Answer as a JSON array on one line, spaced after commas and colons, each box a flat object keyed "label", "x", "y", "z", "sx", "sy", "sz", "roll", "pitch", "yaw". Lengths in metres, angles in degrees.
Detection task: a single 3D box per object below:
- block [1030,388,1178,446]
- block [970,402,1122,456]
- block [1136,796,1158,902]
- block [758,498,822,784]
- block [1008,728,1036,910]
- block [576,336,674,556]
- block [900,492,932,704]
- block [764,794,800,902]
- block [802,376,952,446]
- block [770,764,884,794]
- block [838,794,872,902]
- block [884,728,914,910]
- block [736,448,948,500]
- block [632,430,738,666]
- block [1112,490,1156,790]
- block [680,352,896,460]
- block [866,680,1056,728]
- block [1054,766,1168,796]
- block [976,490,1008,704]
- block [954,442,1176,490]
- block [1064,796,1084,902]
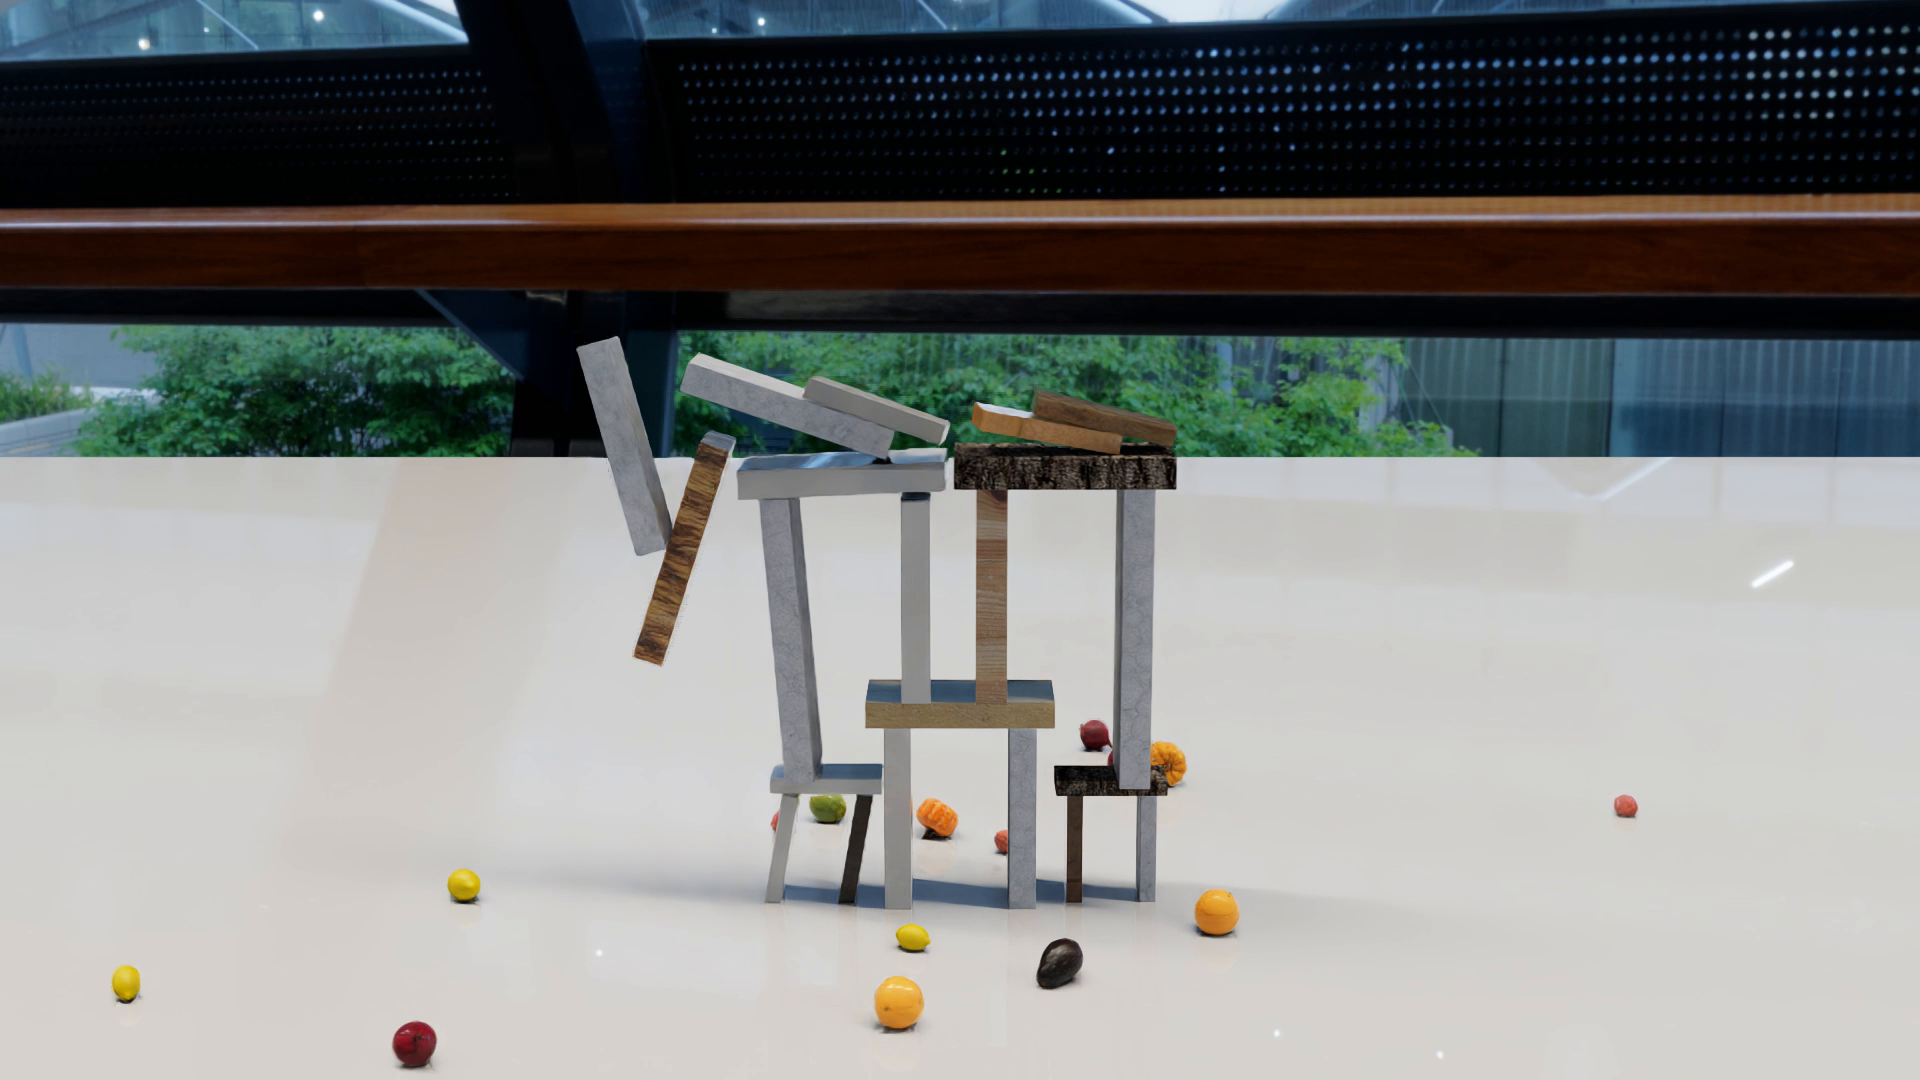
[{"label": "block", "x": 0.229, "y": -0.197, "z": 3.523, "sx": 0.226, "sy": 0.032, "sz": 0.113, "roll": 13, "pitch": 9, "yaw": -3}, {"label": "block", "x": 0.138, "y": -0.178, "z": 3.512, "sx": 0.226, "sy": 0.032, "sz": 0.113, "roll": 10, "pitch": 9, "yaw": -9}, {"label": "block", "x": 0.309, "y": 0.500, "z": 3.655, "sx": 0.026, "sy": 0.182, "sz": 0.091, "roll": 0, "pitch": 11, "yaw": 0}, {"label": "block", "x": -0.275, "y": 0.150, "z": 3.598, "sx": 0.047, "sy": 0.468, "sz": 0.164, "roll": -4, "pitch": 10, "yaw": 2}, {"label": "block", "x": 0.102, "y": 0.440, "z": 3.641, "sx": 0.043, "sy": 0.305, "sz": 0.153, "roll": 0, "pitch": 11, "yaw": 0}, {"label": "block", "x": -0.532, "y": -0.153, "z": 3.518, "sx": 0.048, "sy": 0.339, "sz": 0.170, "roll": -15, "pitch": 7, "yaw": 0}, {"label": "block", "x": -0.071, "y": 0.086, "z": 3.577, "sx": 0.047, "sy": 0.328, "sz": 0.164, "roll": 0, "pitch": 11, "yaw": 0}, {"label": "block", "x": -0.293, "y": 0.499, "z": 3.653, "sx": 0.026, "sy": 0.183, "sz": 0.091, "roll": 10, "pitch": 10, "yaw": -2}, {"label": "block", "x": -0.129, "y": -0.206, "z": 3.474, "sx": 0.226, "sy": 0.032, "sz": 0.113, "roll": 19, "pitch": 7, "yaw": 2}, {"label": "block", "x": -0.219, "y": 0.395, "z": 3.639, "sx": 0.183, "sy": 0.026, "sz": 0.091, "roll": 0, "pitch": 10, "yaw": 1}, {"label": "block", "x": -0.171, "y": 0.499, "z": 3.654, "sx": 0.026, "sy": 0.183, "sz": 0.091, "roll": 10, "pitch": 10, "yaw": -2}, {"label": "block", "x": -0.101, "y": 0.440, "z": 3.641, "sx": 0.043, "sy": 0.305, "sz": 0.153, "roll": 0, "pitch": 11, "yaw": 0}, {"label": "block", "x": -0.185, "y": -0.108, "z": 3.548, "sx": 0.329, "sy": 0.047, "sz": 0.164, "roll": -2, "pitch": 10, "yaw": 2}, {"label": "block", "x": -0.444, "y": 0.009, "z": 3.560, "sx": 0.048, "sy": 0.363, "sz": 0.170, "roll": 18, "pitch": 9, "yaw": -4}, {"label": "block", "x": 0.283, "y": 0.145, "z": 3.587, "sx": 0.049, "sy": 0.490, "sz": 0.175, "roll": 0, "pitch": 11, "yaw": 0}, {"label": "block", "x": -0.271, "y": -0.215, "z": 3.519, "sx": 0.339, "sy": 0.048, "sz": 0.170, "roll": 18, "pitch": 9, "yaw": -4}, {"label": "block", "x": 0.000, "y": 0.269, "z": 3.611, "sx": 0.305, "sy": 0.043, "sz": 0.153, "roll": 0, "pitch": 11, "yaw": 0}, {"label": "block", "x": 0.248, "y": 0.398, "z": 3.637, "sx": 0.182, "sy": 0.026, "sz": 0.091, "roll": 0, "pitch": 11, "yaw": 0}, {"label": "block", "x": 0.050, "y": 0.076, "z": 3.572, "sx": 0.049, "sy": 0.349, "sz": 0.175, "roll": 0, "pitch": 11, "yaw": 0}, {"label": "block", "x": 0.165, "y": -0.119, "z": 3.533, "sx": 0.349, "sy": 0.049, "sz": 0.175, "roll": 0, "pitch": 11, "yaw": 0}, {"label": "block", "x": 0.188, "y": 0.500, "z": 3.655, "sx": 0.026, "sy": 0.182, "sz": 0.091, "roll": 0, "pitch": 11, "yaw": 0}]
